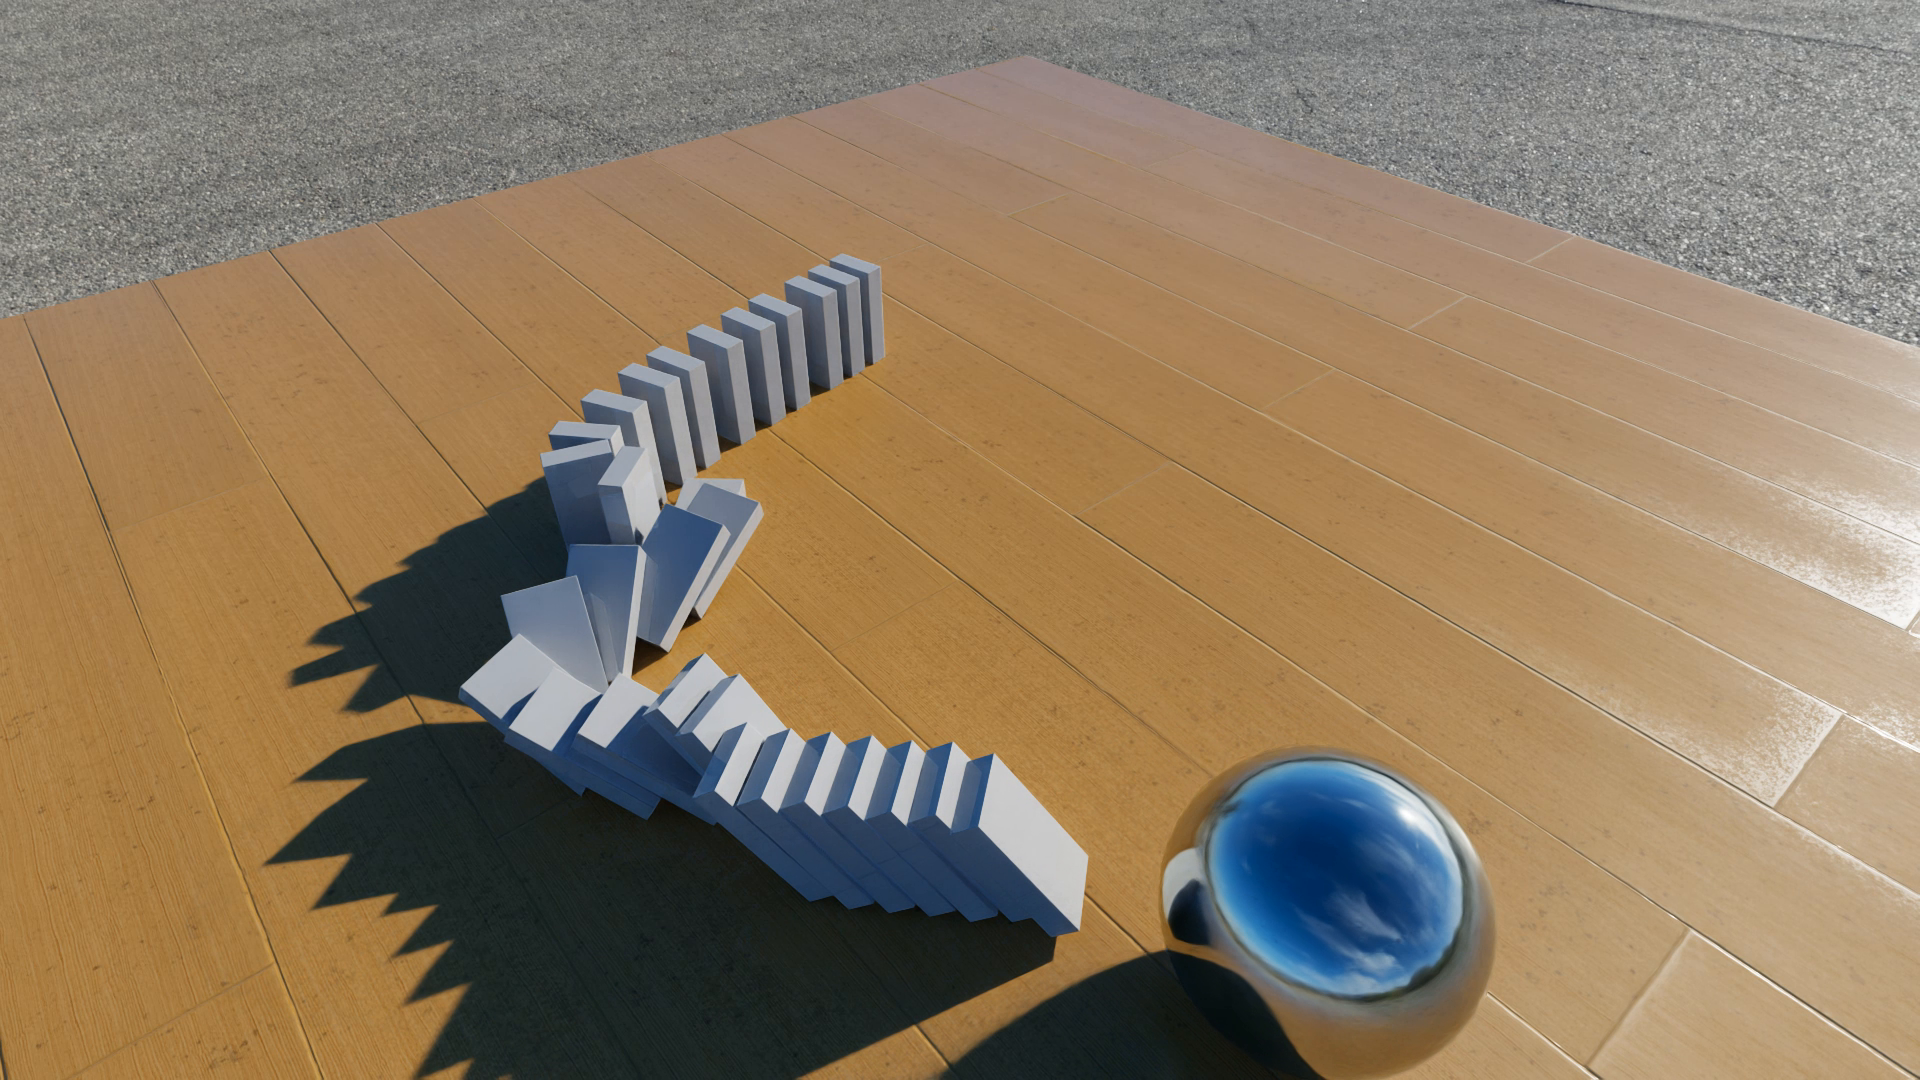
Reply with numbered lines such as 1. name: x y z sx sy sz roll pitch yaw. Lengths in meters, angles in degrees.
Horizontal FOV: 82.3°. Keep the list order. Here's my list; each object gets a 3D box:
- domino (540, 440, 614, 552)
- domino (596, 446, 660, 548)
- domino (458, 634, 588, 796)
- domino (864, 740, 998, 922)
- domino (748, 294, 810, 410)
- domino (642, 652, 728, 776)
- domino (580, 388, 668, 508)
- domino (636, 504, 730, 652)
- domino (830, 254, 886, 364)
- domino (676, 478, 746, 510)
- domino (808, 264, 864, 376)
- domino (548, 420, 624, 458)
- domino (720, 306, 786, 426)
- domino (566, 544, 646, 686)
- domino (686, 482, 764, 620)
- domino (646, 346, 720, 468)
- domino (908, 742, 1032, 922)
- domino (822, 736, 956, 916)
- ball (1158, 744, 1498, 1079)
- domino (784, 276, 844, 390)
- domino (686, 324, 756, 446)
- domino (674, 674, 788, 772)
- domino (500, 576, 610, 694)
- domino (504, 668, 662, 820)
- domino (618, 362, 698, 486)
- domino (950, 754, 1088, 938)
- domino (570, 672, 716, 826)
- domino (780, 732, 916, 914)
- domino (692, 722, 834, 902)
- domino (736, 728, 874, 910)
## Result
1. domino: -0.144 -0.013 0.428 0.025 0.050 0.009 -15 42 -18
2. domino: -0.125 -0.008 0.421 0.010 0.050 0.025 5 40 6
3. domino: -0.132 0.056 0.354 0.050 0.010 0.025 39 51 -1
4. domino: -0.005 0.083 0.313 0.010 0.050 0.025 -24 29 29
5. domino: -0.085 -0.089 0.520 0.025 0.050 0.009 26 46 28
6. domino: -0.071 0.062 0.341 0.009 0.050 0.025 -27 20 41
7. domino: -0.139 -0.036 0.456 0.025 0.050 0.010 15 42 17
8. domino: -0.108 0.014 0.407 0.025 0.009 0.050 20 72 13
9. domino: -0.051 -0.116 0.553 0.025 0.050 0.009 25 46 28
10. domino: -0.105 -0.007 0.451 0.025 0.010 0.050 1 39 1
11. domino: -0.061 -0.108 0.543 0.025 0.050 0.010 26 46 29
12. domino: -0.145 -0.023 0.440 0.025 0.050 0.009 5 40 6
13. domino: -0.095 -0.080 0.509 0.025 0.050 0.009 26 46 28
14. domino: -0.128 0.027 0.392 0.025 0.010 0.050 1 69 1
15. domino: -0.099 0.004 0.424 0.025 0.009 0.050 20 62 13
16. domino: -0.121 -0.058 0.482 0.025 0.050 0.010 23 44 25
17. domino: 0.006 0.083 0.313 0.009 0.050 0.025 -24 30 29
18. domino: -0.017 0.082 0.314 0.010 0.050 0.025 -24 29 30
19. ball: 0.090 0.092 0.276 0.080 0.080 0.080 0 39 0
20. domino: -0.071 -0.100 0.534 0.025 0.050 0.010 27 46 29
21. domino: -0.108 -0.070 0.497 0.025 0.050 0.009 25 45 27
22. domino: -0.061 0.068 0.332 0.009 0.050 0.025 -21 24 39
23. domino: -0.135 0.040 0.372 0.025 0.009 0.050 -16 80 -18
24. domino: -0.113 0.064 0.346 0.050 0.010 0.025 32 45 -8
25. domino: -0.129 -0.049 0.471 0.025 0.050 0.009 19 43 22
26. domino: 0.018 0.086 0.309 0.010 0.050 0.025 -24 29 29
27. domino: -0.092 0.065 0.345 0.050 0.010 0.025 32 44 -8
28. domino: -0.029 0.081 0.315 0.009 0.050 0.025 -24 29 30
29. domino: -0.052 0.079 0.319 0.010 0.050 0.025 -25 28 31
30. domino: -0.040 0.080 0.316 0.010 0.050 0.025 -23 29 30
